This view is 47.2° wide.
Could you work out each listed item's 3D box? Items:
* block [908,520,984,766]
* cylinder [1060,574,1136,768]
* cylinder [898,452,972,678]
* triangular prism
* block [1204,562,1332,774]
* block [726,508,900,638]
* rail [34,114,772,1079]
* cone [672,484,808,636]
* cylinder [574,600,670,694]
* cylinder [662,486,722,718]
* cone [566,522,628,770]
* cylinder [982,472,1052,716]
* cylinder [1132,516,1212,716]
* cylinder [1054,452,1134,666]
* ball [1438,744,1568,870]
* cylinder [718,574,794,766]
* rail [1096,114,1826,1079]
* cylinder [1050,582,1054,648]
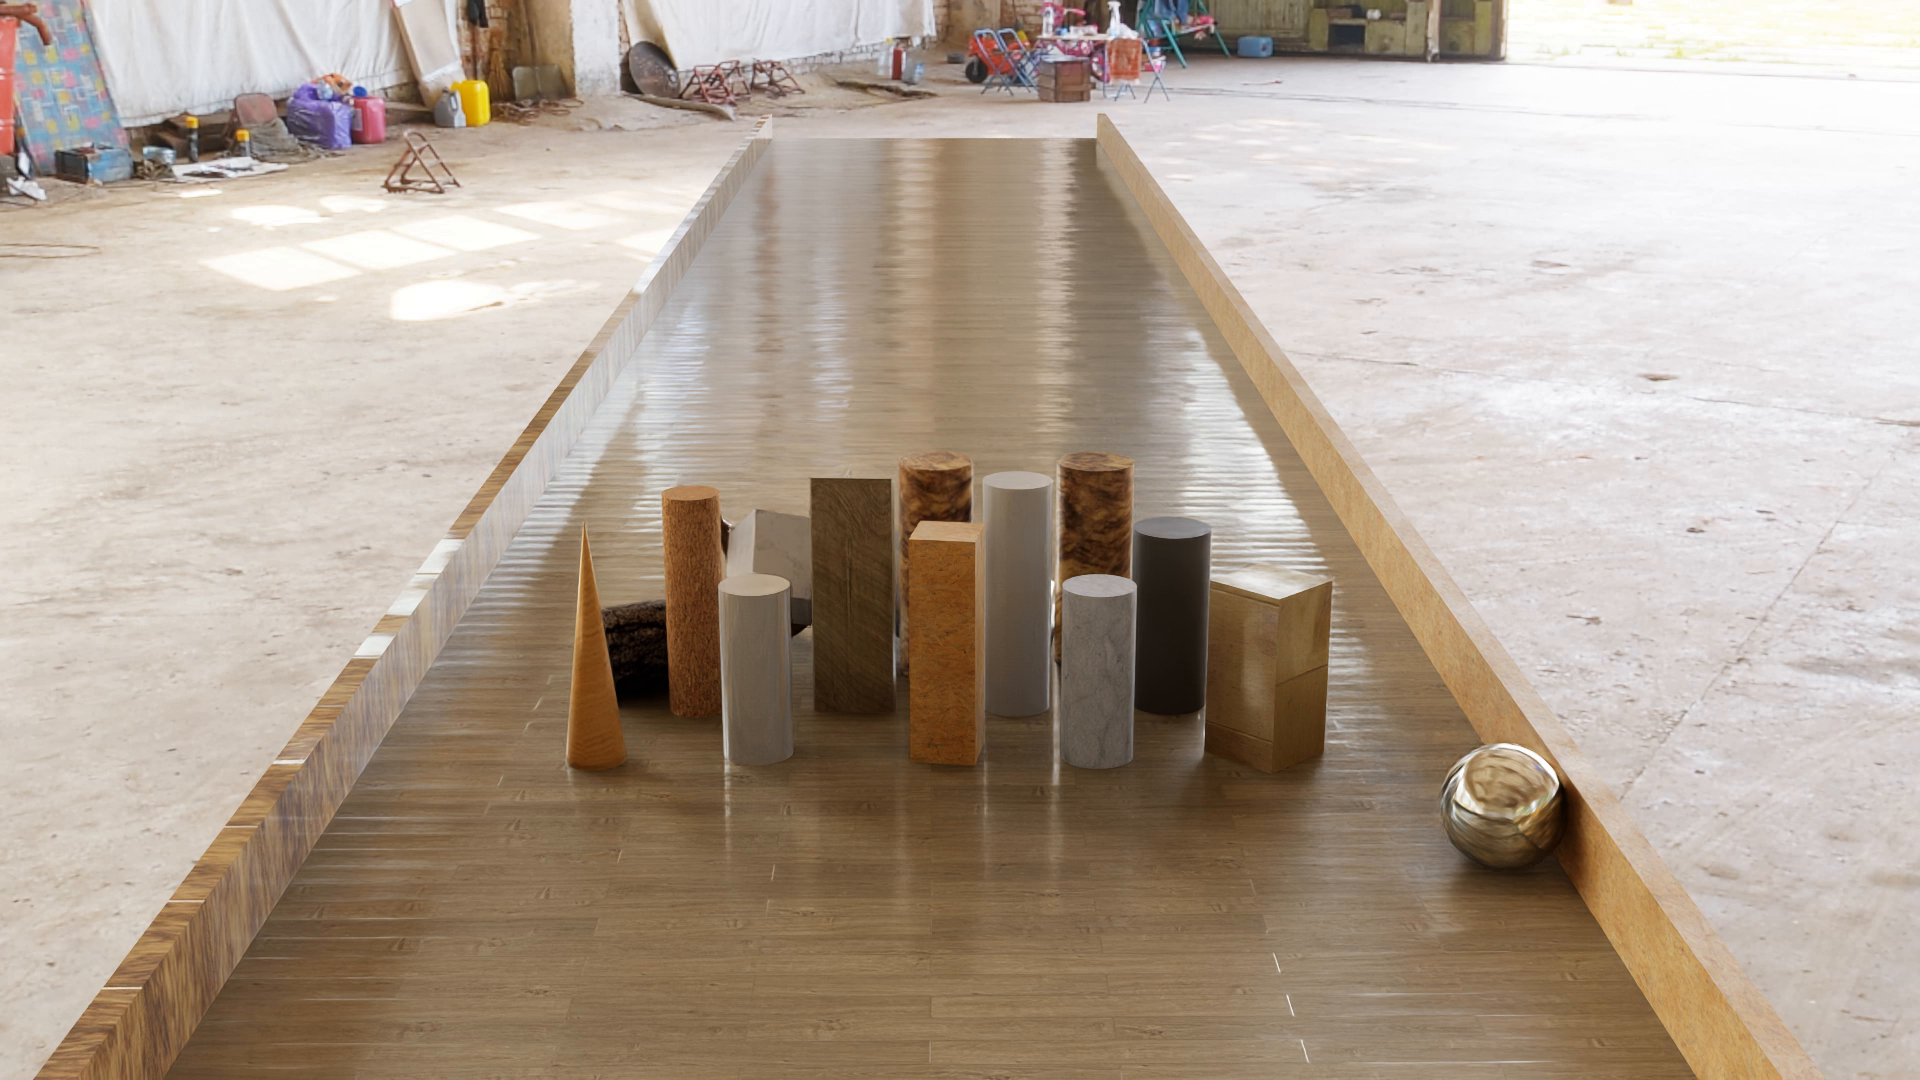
[{"bbox_3d":[-0.022,0.182,3.891,0.116,0.412,0.116,3,17,8],"label":"block"},{"bbox_3d":[0.244,0.232,3.889,0.130,0.318,0.130,0,17,0],"label":"cylinder"},{"bbox_3d":[-0.047,0.053,4.296,0.144,0.429,0.144,0,17,0],"label":"cylinder"},{"bbox_3d":[-0.195,0.085,4.142,0.153,0.455,0.133,1,17,3],"label":"triangular prism"},{"bbox_3d":[0.546,0.225,3.906,0.152,0.322,0.152,-16,23,-42],"label":"block"},{"bbox_3d":[-0.265,0.070,4.431,0.376,0.169,0.169,9,-20,-22],"label":"block"},{"bbox_3d":[-1.118,-0.838,7.780,0.050,0.150,12.000,0,17,-1],"label":"rail"},{"bbox_3d":[-0.449,0.021,4.495,0.130,0.395,0.130,-40,17,15],"label":"cone"},{"bbox_3d":[-0.574,0.198,4.272,0.309,0.165,0.165,-9,19,-27],"label":"cylinder"},{"bbox_3d":[-0.495,0.115,4.100,0.106,0.422,0.106,0,17,0],"label":"cylinder"},{"bbox_3d":[-0.648,0.175,3.853,0.109,0.448,0.109,0,17,0],"label":"cone"},{"bbox_3d":[0.106,0.101,4.113,0.129,0.441,0.129,0,17,0],"label":"cylinder"},{"bbox_3d":[0.395,0.142,4.143,0.145,0.345,0.145,0,17,0],"label":"cylinder"},{"bbox_3d":[0.265,0.042,4.363,0.152,0.410,0.152,0,17,0],"label":"cylinder"},{"bbox_3d":[0.856,0.420,3.468,0.197,0.197,0.197,0,17,0],"label":"ball"},{"bbox_3d":[-0.362,0.230,3.903,0.126,0.315,0.126,0,17,0],"label":"cylinder"},{"bbox_3d":[0.932,-0.844,7.801,0.050,0.150,12.000,0,17,-1],"label":"rail"},{"bbox_3d":[0.136,0.177,4.437,0.110,0.110,0.372,2,17,6],"label":"cylinder"}]
